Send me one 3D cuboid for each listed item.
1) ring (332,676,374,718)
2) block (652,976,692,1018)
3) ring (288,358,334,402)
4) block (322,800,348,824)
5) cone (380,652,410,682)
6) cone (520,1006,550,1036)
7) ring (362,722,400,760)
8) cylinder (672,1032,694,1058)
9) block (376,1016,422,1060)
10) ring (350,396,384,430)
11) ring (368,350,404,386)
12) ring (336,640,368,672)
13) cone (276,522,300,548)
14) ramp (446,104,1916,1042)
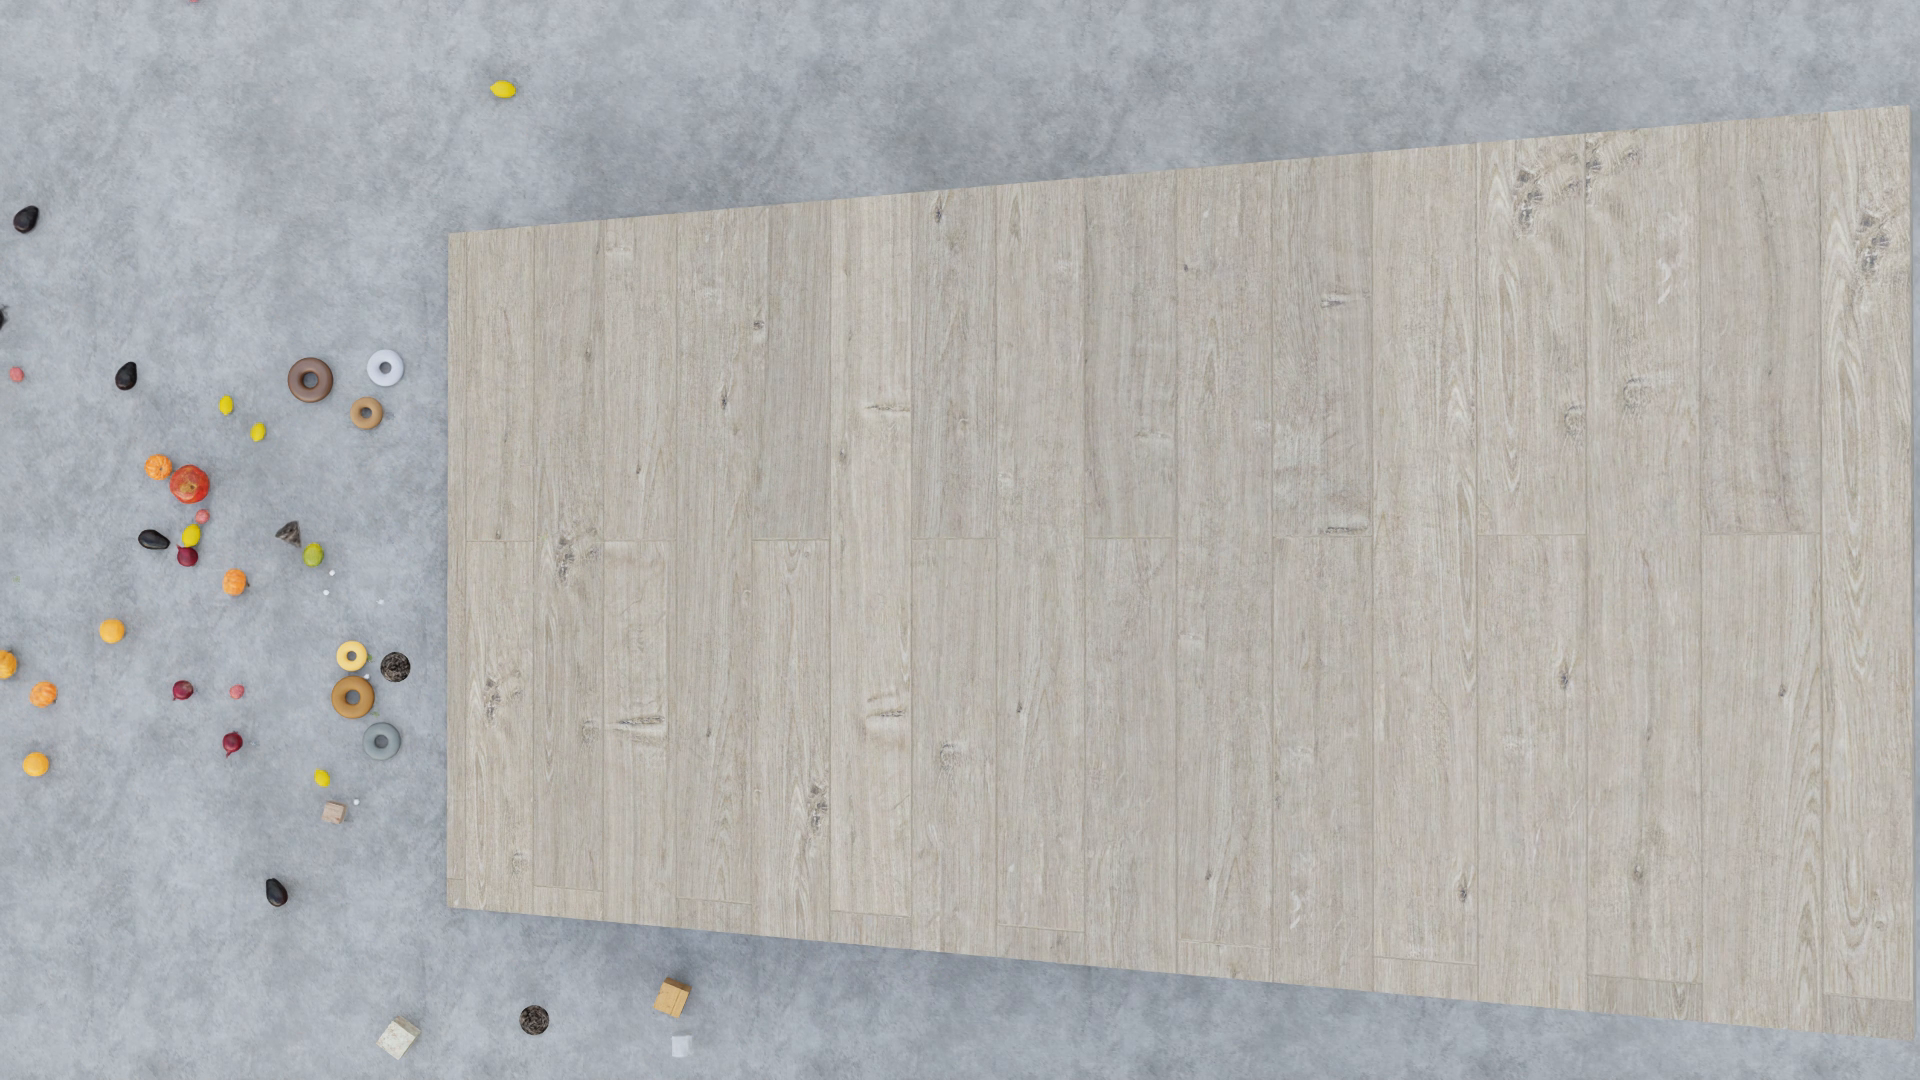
[{"bbox_3d":[-1.821,0.472,6.597,0.130,0.043,0.130,0,90,-1],"label":"ring"},{"bbox_3d":[-0.858,1.366,6.567,0.082,0.082,0.082,22,89,0],"label":"block"},{"bbox_3d":[-1.951,-0.480,6.605,0.137,0.046,0.137,0,90,1],"label":"ring"},{"bbox_3d":[-1.872,0.815,6.587,0.054,0.054,0.054,16,89,0],"label":"block"},{"bbox_3d":[-1.699,0.382,6.573,0.091,0.091,0.091,0,89,0],"label":"cone"},{"bbox_3d":[-1.279,1.442,6.563,0.090,0.090,0.090,0,89,0],"label":"cone"},{"bbox_3d":[-1.735,0.604,6.598,0.115,0.038,0.115,0,91,0],"label":"ring"},{"bbox_3d":[-0.828,1.509,6.577,0.061,0.061,0.061,-3,89,0],"label":"cylinder"},{"bbox_3d":[-1.675,1.485,6.565,0.084,0.084,0.084,36,90,0],"label":"block"},{"bbox_3d":[-1.783,-0.382,6.611,0.098,0.033,0.098,0,89,-1],"label":"ring"},{"bbox_3d":[-1.726,-0.518,6.610,0.111,0.037,0.111,0,91,0],"label":"ring"},{"bbox_3d":[-1.826,0.348,6.604,0.092,0.031,0.092,0,88,0],"label":"ring"},{"bbox_3d":[-2.003,-0.003,6.606,0.076,0.076,0.076,-31,116,0],"label":"cone"},{"bbox_3d":[0.278,0.079,5.660,4.000,0.100,2.000,0,89,27],"label":"ramp"}]
